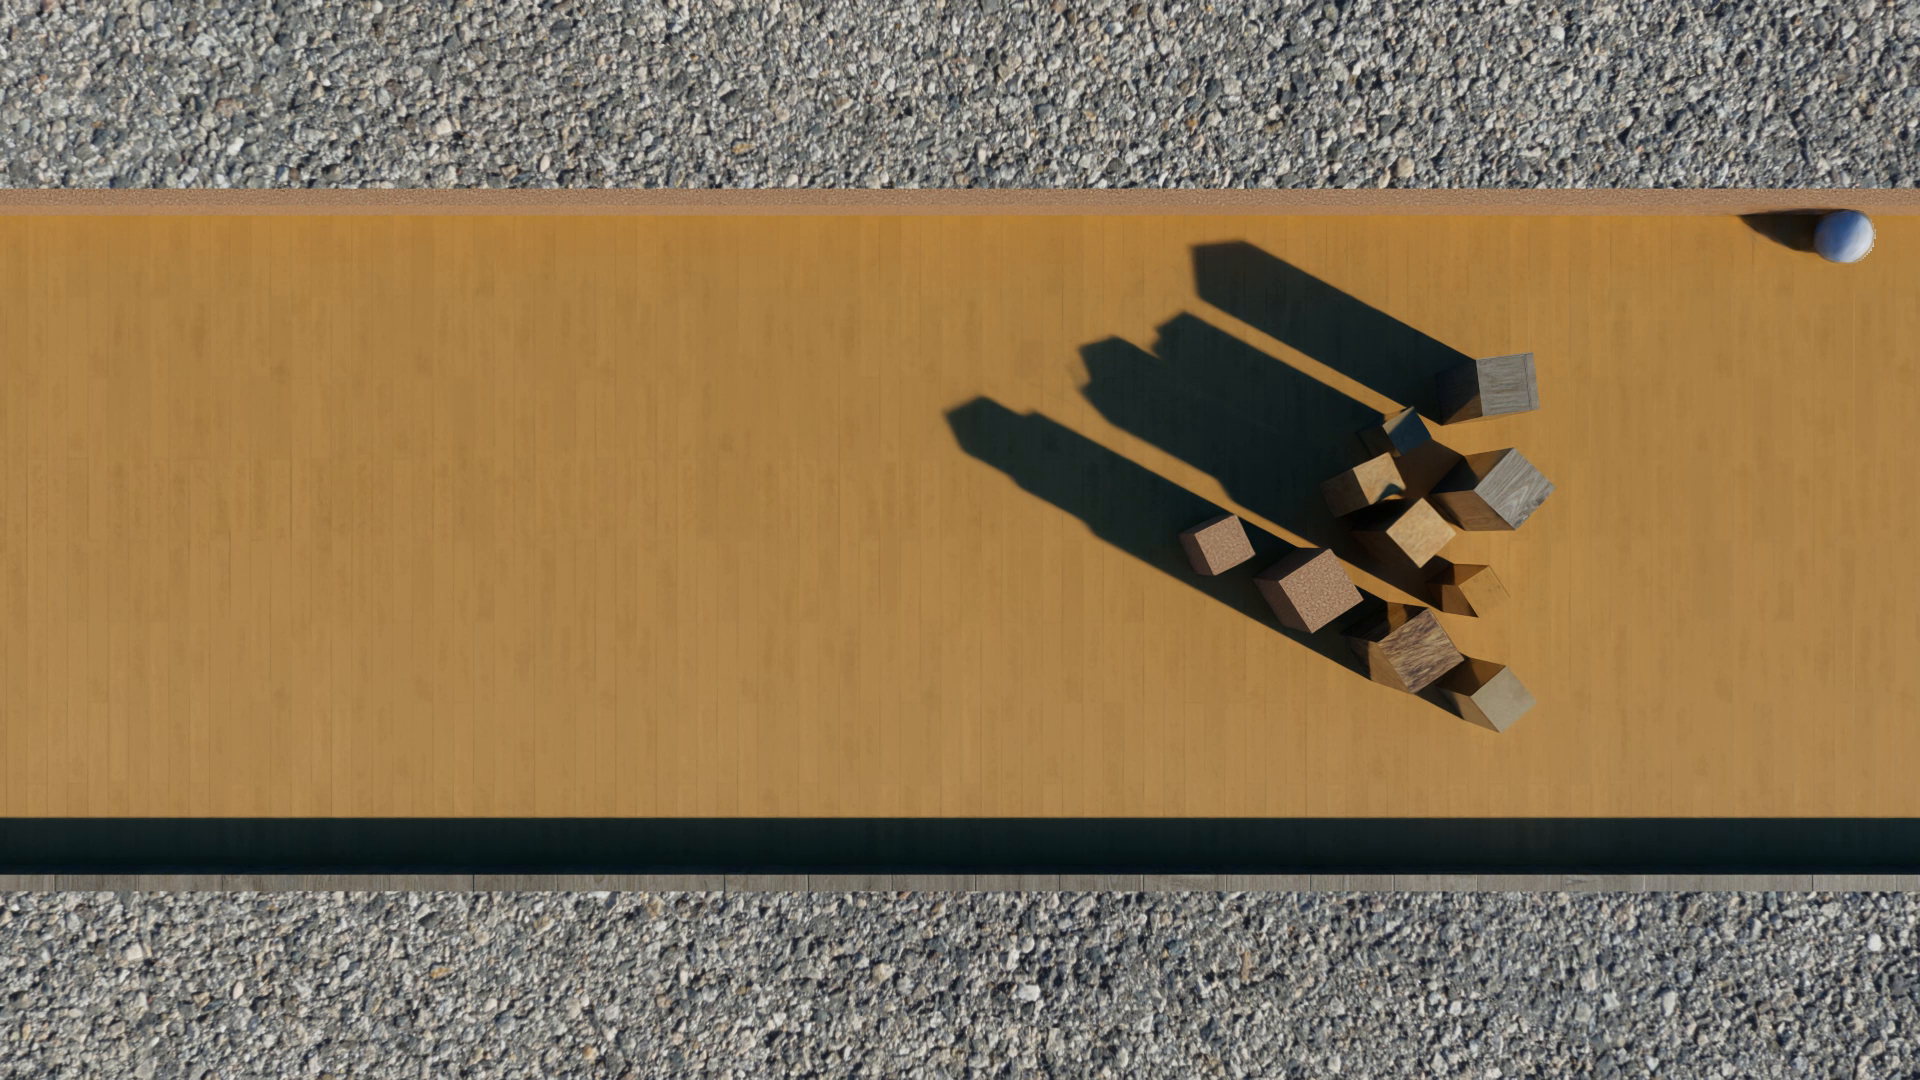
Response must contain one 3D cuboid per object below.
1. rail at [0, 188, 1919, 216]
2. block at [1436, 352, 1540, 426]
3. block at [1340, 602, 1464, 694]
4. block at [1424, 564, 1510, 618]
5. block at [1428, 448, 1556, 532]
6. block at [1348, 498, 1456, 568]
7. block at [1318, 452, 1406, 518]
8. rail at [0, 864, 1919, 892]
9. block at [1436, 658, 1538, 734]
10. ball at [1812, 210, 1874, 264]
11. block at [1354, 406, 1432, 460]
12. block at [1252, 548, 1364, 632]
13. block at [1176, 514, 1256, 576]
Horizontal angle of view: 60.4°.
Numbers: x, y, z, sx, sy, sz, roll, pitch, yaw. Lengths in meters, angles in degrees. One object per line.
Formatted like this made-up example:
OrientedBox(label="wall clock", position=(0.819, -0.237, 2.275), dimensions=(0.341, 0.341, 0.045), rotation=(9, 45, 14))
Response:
OrientedBox(label="rail", position=(-2.247, -1.025, 5.002), dimensions=(12.000, 0.150, 0.050), rotation=(0, 90, 0))
OrientedBox(label="block", position=(1.553, -0.442, 4.876), dimensions=(0.164, 0.401, 0.164), rotation=(-7, 90, 0))
OrientedBox(label="block", position=(1.291, 0.312, 4.848), dimensions=(0.177, 0.456, 0.177), rotation=(-34, 90, 0))
OrientedBox(label="block", position=(1.504, 0.148, 4.902), dimensions=(0.109, 0.348, 0.109), rotation=(-33, 90, 0))
OrientedBox(label="block", position=(1.554, -0.143, 4.848), dimensions=(0.164, 0.457, 0.164), rotation=(44, 90, 0))
OrientedBox(label="block", position=(1.295, -0.022, 4.855), dimensions=(0.141, 0.442, 0.141), rotation=(-43, 91, 0))
OrientedBox(label="block", position=(1.184, -0.158, 4.873), dimensions=(0.115, 0.394, 0.115), rotation=(-24, 86, -3))
OrientedBox(label="rail", position=(-2.247, 1.025, 5.001), dimensions=(12.000, 0.150, 0.050), rotation=(0, 90, 0))
OrientedBox(label="block", position=(1.560, 0.458, 4.902), dimensions=(0.138, 0.349, 0.138), rotation=(-40, 90, 0))
OrientedBox(label="ball", position=(2.674, -0.919, 4.996), dimensions=(0.161, 0.161, 0.161), rotation=(0, 90, 0))
OrientedBox(label="block", position=(1.287, -0.313, 4.912), dimensions=(0.105, 0.328, 0.105), rotation=(-32, 90, 0))
OrientedBox(label="block", position=(1.016, 0.143, 4.859), dimensions=(0.173, 0.434, 0.173), rotation=(-33, 90, 0))
OrientedBox(label="block", position=(0.755, 0.014, 4.885), dimensions=(0.132, 0.382, 0.132), rotation=(-26, 90, 0))
